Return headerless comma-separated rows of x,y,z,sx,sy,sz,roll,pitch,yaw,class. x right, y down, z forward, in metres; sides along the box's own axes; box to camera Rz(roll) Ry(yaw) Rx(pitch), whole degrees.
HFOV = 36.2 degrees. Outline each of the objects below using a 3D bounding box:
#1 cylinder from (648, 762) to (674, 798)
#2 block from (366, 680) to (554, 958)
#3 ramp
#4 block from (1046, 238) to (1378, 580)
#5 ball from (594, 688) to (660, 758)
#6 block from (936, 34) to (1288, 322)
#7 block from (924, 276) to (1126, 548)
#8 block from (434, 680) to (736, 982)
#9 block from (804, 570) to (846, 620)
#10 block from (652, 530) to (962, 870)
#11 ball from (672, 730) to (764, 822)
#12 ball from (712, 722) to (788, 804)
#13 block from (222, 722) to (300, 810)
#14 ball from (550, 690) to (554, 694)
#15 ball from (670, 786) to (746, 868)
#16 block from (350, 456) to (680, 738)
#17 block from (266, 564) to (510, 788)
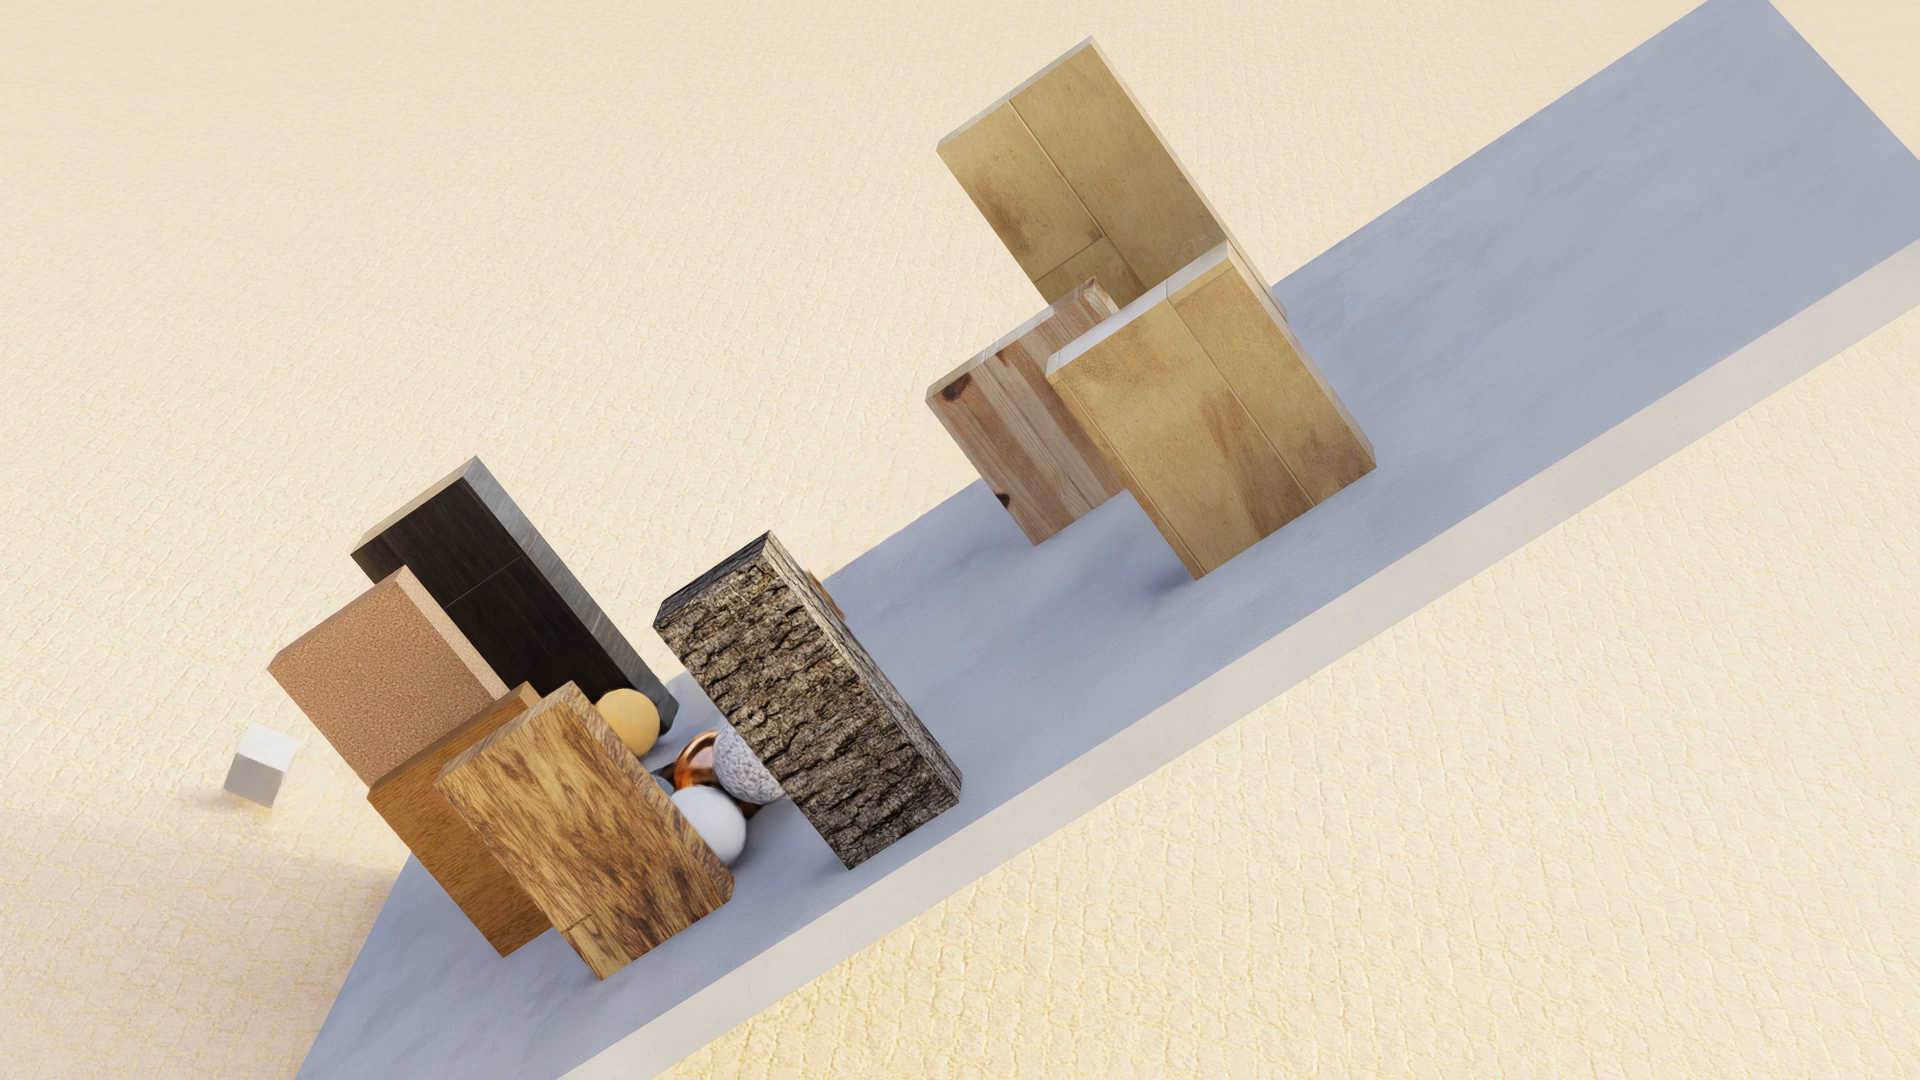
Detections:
-0.642,0.588,6.296,0.184,0.184,0.184,-25,3,38,cylinder
-0.969,0.612,6.402,0.432,0.475,0.080,-33,16,16,block
0.133,0.176,6.311,4.000,0.100,2.000,-33,16,16,ramp
0.480,-0.245,5.620,0.414,0.503,0.123,-33,16,16,block
-0.800,0.440,7.010,0.170,0.170,0.170,0,22,0,ball
0.350,-0.705,6.711,0.425,0.784,0.097,-33,16,16,block
0.228,-0.279,6.443,0.448,0.415,0.097,-33,16,16,block
-0.746,0.584,5.874,0.331,0.535,0.089,-33,16,16,block
-0.397,0.189,6.979,0.148,0.148,0.148,-22,22,44,block
-0.281,0.303,5.515,0.257,0.611,0.121,-33,16,16,block
-0.502,0.503,6.188,0.208,0.208,0.208,0,22,0,ball
-0.410,0.443,6.019,0.195,0.195,0.195,0,22,0,ball
-1.927,0.622,8.119,0.143,0.143,0.143,23,33,-7,block
-0.943,0.413,7.005,0.120,0.120,0.120,0,22,0,ball
-0.532,0.597,6.015,0.190,0.190,0.190,0,22,0,ball
-1.077,0.222,7.156,0.354,0.800,0.146,-33,16,16,block
-1.189,0.467,6.759,0.387,0.766,0.093,-33,16,16,block
